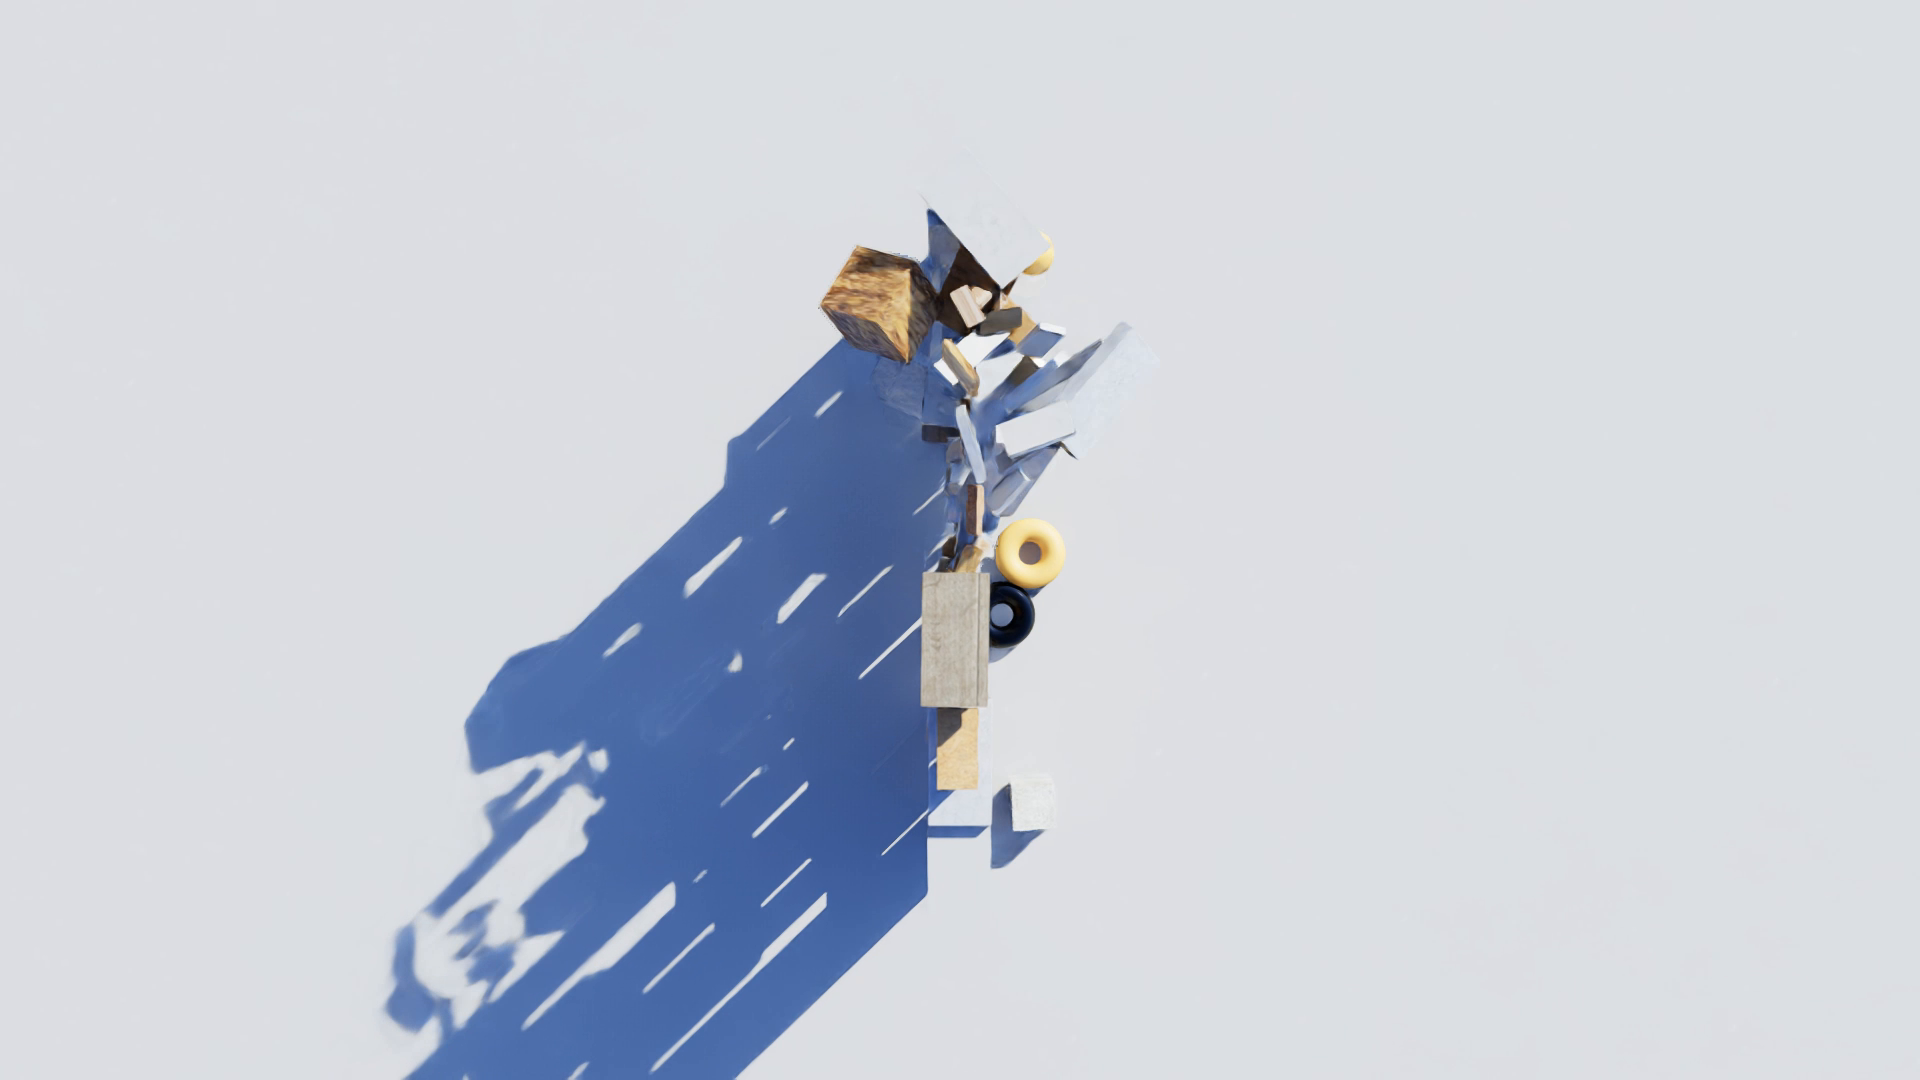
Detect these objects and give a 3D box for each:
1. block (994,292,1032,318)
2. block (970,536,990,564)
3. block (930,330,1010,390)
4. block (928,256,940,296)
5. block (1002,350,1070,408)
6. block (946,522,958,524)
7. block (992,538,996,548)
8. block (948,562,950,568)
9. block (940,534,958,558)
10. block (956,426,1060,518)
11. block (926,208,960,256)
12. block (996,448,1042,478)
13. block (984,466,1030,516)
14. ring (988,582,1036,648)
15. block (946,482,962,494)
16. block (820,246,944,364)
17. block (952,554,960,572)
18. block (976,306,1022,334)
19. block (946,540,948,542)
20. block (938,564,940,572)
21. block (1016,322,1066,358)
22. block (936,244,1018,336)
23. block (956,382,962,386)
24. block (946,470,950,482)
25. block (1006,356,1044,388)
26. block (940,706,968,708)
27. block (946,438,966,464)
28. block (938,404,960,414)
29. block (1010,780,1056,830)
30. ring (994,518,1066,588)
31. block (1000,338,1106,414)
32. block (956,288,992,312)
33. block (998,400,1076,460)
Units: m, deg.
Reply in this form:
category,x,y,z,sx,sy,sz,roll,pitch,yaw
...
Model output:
category,x,y,z,sx,sy,sz,roll,pitch,yaw
block,0.140,-0.596,4.397,0.021,0.149,0.075,-13,64,33
block,0.049,0.026,4.534,0.052,0.104,0.015,37,119,-3
block,0.028,-0.476,4.152,0.069,0.340,0.020,46,130,-2
block,-0.016,-0.762,4.937,0.120,0.541,0.034,1,85,3
block,0.180,-0.385,3.948,0.172,0.086,0.024,-38,93,29
block,0.001,-0.074,5.243,0.092,0.274,0.026,1,87,0
block,0.062,-0.007,4.670,0.067,0.133,0.019,26,93,-5
block,-0.002,0.072,4.685,0.067,0.159,0.019,3,89,-1
block,0.019,0.026,4.880,0.110,0.220,0.031,13,79,-9
block,0.120,-0.177,4.449,0.163,0.595,0.046,5,73,-9
block,-0.003,-0.842,4.668,0.169,0.749,0.048,-10,88,-1
block,0.143,-0.210,4.048,0.120,0.060,0.017,-32,134,23
block,0.116,-0.122,4.063,0.120,0.017,0.060,-48,46,18
ring,0.138,0.248,5.463,0.225,0.075,0.225,0,91,-1
block,0.040,-0.146,4.919,0.110,0.309,0.031,6,92,-10
block,-0.208,-0.634,4.447,0.203,0.203,0.203,21,73,32
block,0.008,0.082,4.539,0.052,0.103,0.015,22,124,-2
block,0.101,-0.562,4.227,0.014,0.154,0.050,16,114,42
block,-0.017,0.001,5.058,0.052,0.104,0.015,-25,90,-1
block,-0.021,0.081,4.877,0.087,0.175,0.025,0,89,0
block,0.193,-0.477,3.943,0.069,0.138,0.020,10,68,-22
block,0.044,-0.678,4.473,0.169,0.338,0.048,29,58,-1
block,0.062,-0.499,4.716,0.178,0.415,0.050,19,82,-11
block,0.003,-0.202,5.196,0.092,0.185,0.026,0,88,-2
block,0.182,-0.442,4.388,0.075,0.149,0.021,47,63,1
block,-0.003,0.431,4.030,0.096,0.192,0.027,0,91,0
block,0.073,-0.251,4.696,0.178,0.356,0.050,3,89,-7
block,-0.010,-0.397,4.988,0.092,0.185,0.026,3,94,-7
block,0.241,0.871,5.429,0.141,0.141,0.141,-3,90,0
ring,0.233,0.044,5.461,0.235,0.078,0.235,0,91,-1
block,0.280,-0.427,4.308,0.327,0.163,0.046,-29,81,29
block,0.035,-0.608,4.212,0.050,0.014,0.101,23,49,22
block,0.188,-0.267,3.999,0.172,0.024,0.086,-20,71,8
